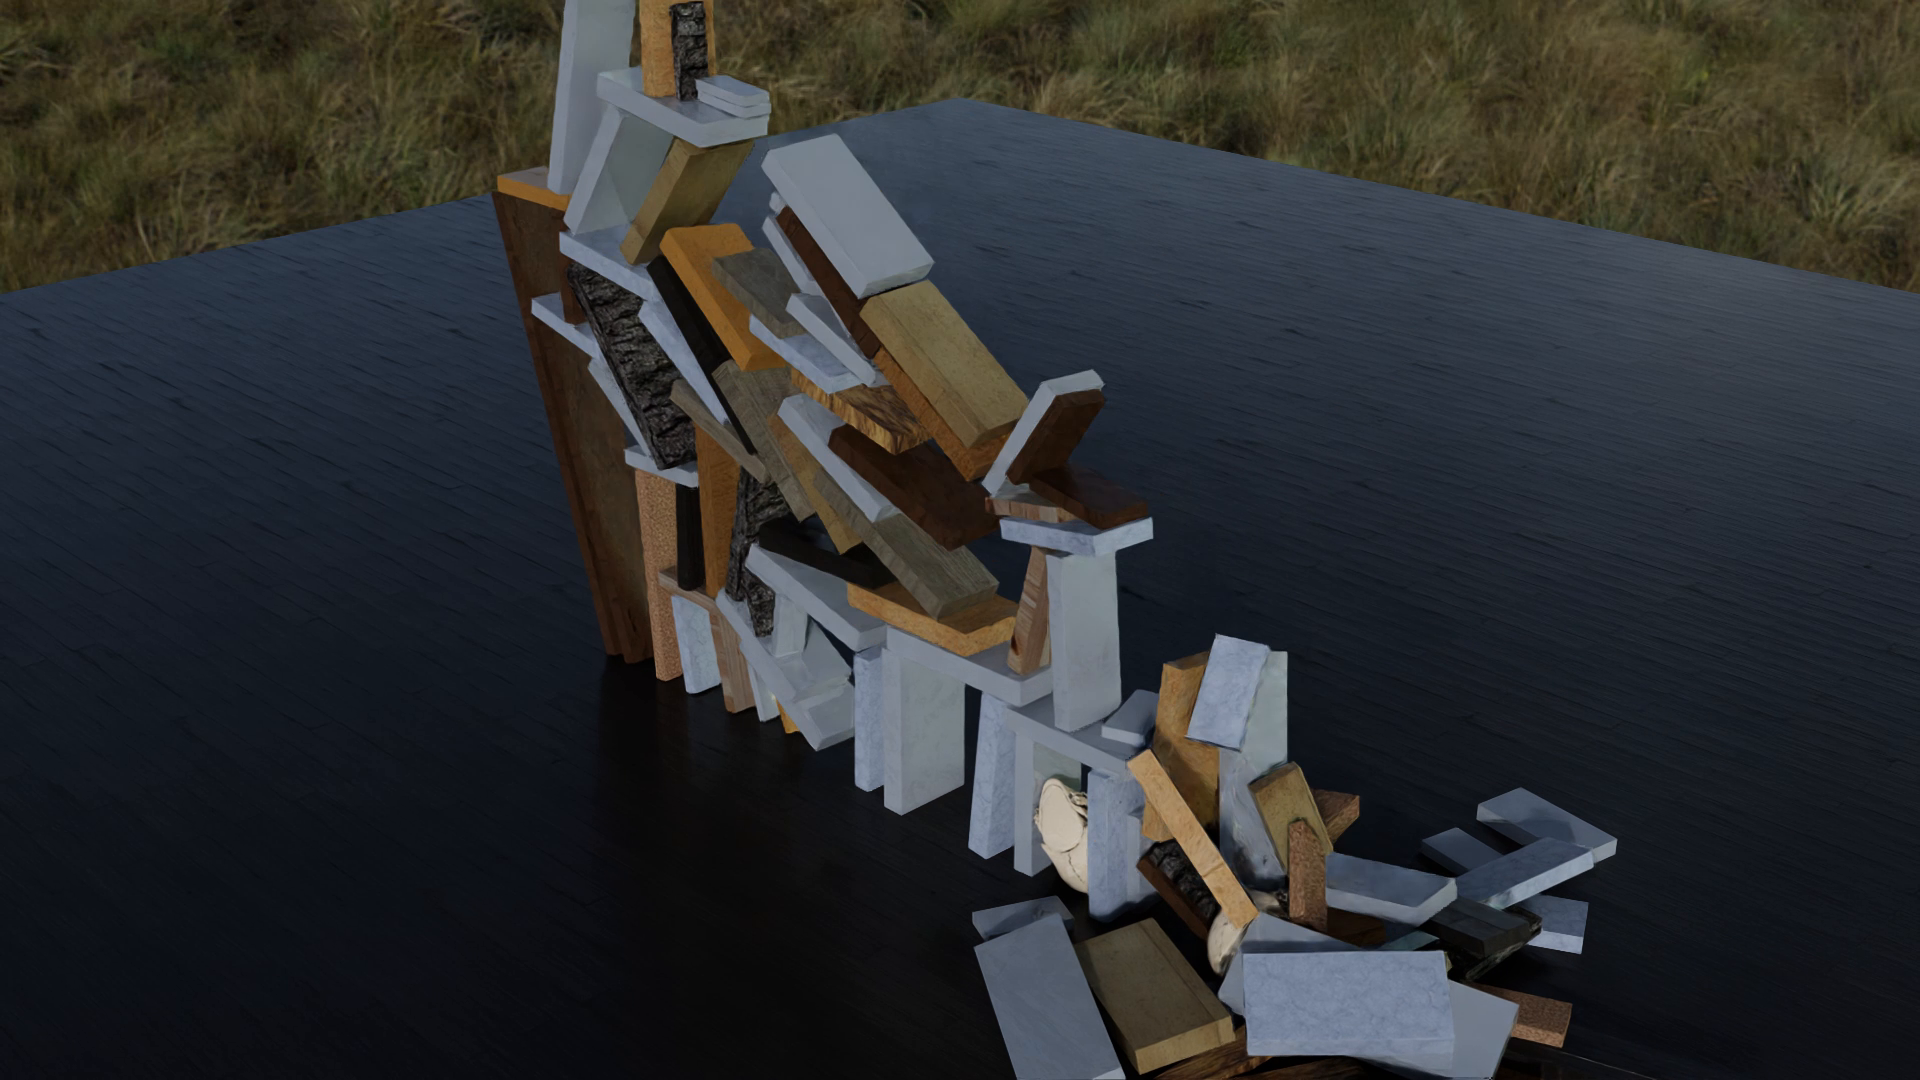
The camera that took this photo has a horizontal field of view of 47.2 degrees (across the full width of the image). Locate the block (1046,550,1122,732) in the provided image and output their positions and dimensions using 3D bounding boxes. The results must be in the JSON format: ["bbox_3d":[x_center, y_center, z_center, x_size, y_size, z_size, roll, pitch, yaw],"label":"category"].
[{"bbox_3d":[0.229,0.172,4.036,0.136,0.339,0.039,-19,24,-37],"label":"block"}]

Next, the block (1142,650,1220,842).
[{"bbox_3d":[0.418,0.375,4.025,0.045,0.332,0.158,19,20,39],"label":"block"}]

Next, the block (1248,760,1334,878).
[{"bbox_3d":[0.598,0.504,3.966,0.097,0.194,0.028,-29,24,-9],"label":"block"}]

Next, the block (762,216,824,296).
[{"bbox_3d":[-0.300,-0.557,4.341,0.109,0.031,0.219,5,39,-37],"label":"block"}]

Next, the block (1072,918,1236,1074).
[{"bbox_3d":[0.321,0.780,3.792,0.174,0.049,0.347,-17,23,-12],"label":"block"}]

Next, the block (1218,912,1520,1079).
[{"bbox_3d":[0.676,0.774,3.655,0.458,0.049,0.174,17,51,22],"label":"block"}]

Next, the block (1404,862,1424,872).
[{"bbox_3d":[0.768,0.691,4.063,0.323,0.027,0.095,-19,48,-38],"label":"block"}]

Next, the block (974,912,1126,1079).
[{"bbox_3d":[0.149,0.805,3.735,0.165,0.047,0.461,-22,25,-1],"label":"block"}]

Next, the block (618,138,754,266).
[{"bbox_3d":[-0.567,-0.712,4.551,0.171,0.342,0.048,-23,70,-42],"label":"block"}]

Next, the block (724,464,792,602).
[{"bbox_3d":[-0.407,-0.032,4.670,0.159,0.319,0.045,-19,42,-40],"label":"block"}]

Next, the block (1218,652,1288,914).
[{"bbox_3d":[0.532,0.438,3.992,0.133,0.470,0.038,2,-1,-38],"label":"block"}]

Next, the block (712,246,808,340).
[{"bbox_3d":[-0.373,-0.495,4.397,0.131,0.037,0.261,-18,45,-33],"label":"block"}]

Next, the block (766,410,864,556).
[{"bbox_3d":[-0.249,-0.138,4.442,0.157,0.314,0.044,-24,-8,-42],"label":"block"}]

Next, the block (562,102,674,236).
[{"bbox_3d":[-0.716,-0.802,4.684,0.171,0.342,0.048,-22,66,-42],"label":"block"}]

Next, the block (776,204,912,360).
[{"bbox_3d":[-0.193,-0.507,4.189,0.168,0.048,0.336,-21,73,-44],"label":"block"}]

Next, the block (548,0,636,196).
[{"bbox_3d":[-0.764,-1.036,4.615,0.043,0.643,0.153,35,39,31],"label":"block"}]

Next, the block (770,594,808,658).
[{"bbox_3d":[-0.358,0.174,4.625,0.071,0.142,0.020,-12,30,-36],"label":"block"}]

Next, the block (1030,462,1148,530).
[{"bbox_3d":[0.229,-0.081,3.949,0.103,0.029,0.207,-17,32,-32],"label":"block"}]

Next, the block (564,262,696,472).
[{"bbox_3d":[-0.679,-0.393,4.764,0.160,0.488,0.045,-21,-10,-38],"label":"block"}]

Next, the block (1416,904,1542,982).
[{"bbox_3d":[0.929,0.716,3.953,0.232,0.033,0.116,-23,34,-37],"label":"block"}]

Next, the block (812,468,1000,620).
[{"bbox_3d":[-0.108,-0.013,4.320,0.157,0.044,0.396,-19,57,-42],"label":"block"}]

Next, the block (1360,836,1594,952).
[{"bbox_3d":[0.894,0.662,3.987,0.574,0.033,0.117,-18,14,-25],"label":"block"}]

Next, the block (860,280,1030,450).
[{"bbox_3d":[-0.022,-0.330,4.093,0.168,0.048,0.336,-24,70,-45],"label":"block"}]

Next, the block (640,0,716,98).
[{"bbox_3d":[-0.566,-1.053,4.404,0.043,0.305,0.153,23,32,40],"label":"block"}]

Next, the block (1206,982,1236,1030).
[{"bbox_3d":[0.433,0.816,3.809,0.075,0.021,0.150,0,23,1],"label":"block"}]

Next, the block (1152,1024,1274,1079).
[{"bbox_3d":[0.523,0.825,3.687,0.492,0.021,0.075,-24,31,-26],"label":"block"}]

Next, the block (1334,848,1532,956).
[{"bbox_3d":[0.794,0.647,3.997,0.102,0.029,0.595,-16,13,-25],"label":"block"}]

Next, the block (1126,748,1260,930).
[{"bbox_3d":[0.399,0.508,3.763,0.047,0.330,0.165,-34,-8,2],"label":"block"}]

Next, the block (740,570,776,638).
[{"bbox_3d":[-0.415,0.129,4.665,0.071,0.142,0.020,-19,8,-36],"label":"block"}]

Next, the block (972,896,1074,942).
[{"bbox_3d":[0.117,0.704,4.070,0.169,0.024,0.085,-8,24,-19],"label":"block"}]

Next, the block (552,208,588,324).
[{"bbox_3d":[-0.825,-0.615,4.854,0.036,0.255,0.127,15,27,42],"label":"block"}]

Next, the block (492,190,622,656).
[{"bbox_3d":[-0.880,-0.274,5.062,0.127,1.090,0.036,-21,13,-40],"label":"block"}]

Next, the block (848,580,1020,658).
[{"bbox_3d":[-0.043,0.131,4.334,0.172,0.049,0.344,-20,30,-39],"label":"block"}]

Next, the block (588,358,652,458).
[{"bbox_3d":[-0.697,-0.308,4.852,0.129,0.037,0.258,-22,69,-40],"label":"block"}]

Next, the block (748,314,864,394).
[{"bbox_3d":[-0.285,-0.382,4.332,0.131,0.037,0.261,-21,47,-36],"label":"block"}]

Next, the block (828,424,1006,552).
[{"bbox_3d":[-0.084,-0.120,4.268,0.349,0.043,0.151,41,43,25],"label":"block"}]

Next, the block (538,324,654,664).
[{"bbox_3d":[-0.804,-0.117,5.049,0.129,0.799,0.037,-21,13,-41],"label":"block"}]

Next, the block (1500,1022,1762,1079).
[{"bbox_3d":[1.042,0.857,3.611,0.598,0.035,0.124,12,26,27],"label":"block"}]

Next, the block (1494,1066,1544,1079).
[{"bbox_3d":[1.174,0.933,3.519,0.865,0.033,0.116,13,26,29],"label":"block"}]

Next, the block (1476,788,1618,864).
[{"bbox_3d":[1.162,0.573,4.364,0.124,0.035,0.248,-15,27,-31],"label":"block"}]

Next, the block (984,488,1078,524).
[{"bbox_3d":[0.151,-0.066,4.046,0.103,0.029,0.207,-18,17,-35],"label":"block"}]

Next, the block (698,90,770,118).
[{"bbox_3d":[-0.453,-0.880,4.412,0.072,0.020,0.143,-21,38,-40],"label":"block"}]

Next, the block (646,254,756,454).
[{"bbox_3d":[-0.465,-0.403,4.563,0.178,0.451,0.050,-23,-10,-42],"label":"block"}]

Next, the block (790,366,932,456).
[{"bbox_3d":[-0.173,-0.280,4.292,0.151,0.043,0.301,-28,50,-37],"label":"block"}]

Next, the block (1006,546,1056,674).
[{"bbox_3d":[0.172,0.113,4.083,0.136,0.272,0.039,-19,44,-38],"label":"block"}]

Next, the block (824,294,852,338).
[{"bbox_3d":[-0.208,-0.477,4.248,0.109,0.031,0.219,-2,51,-39],"label":"block"}]

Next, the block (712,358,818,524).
[{"bbox_3d":[-0.341,-0.224,4.484,0.178,0.355,0.050,-27,-6,-43],"label":"block"}]

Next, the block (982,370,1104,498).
[{"bbox_3d":[0.151,-0.193,4.018,0.133,0.265,0.038,-17,59,-43],"label":"block"}]

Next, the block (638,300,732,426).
[{"bbox_3d":[-0.522,-0.389,4.633,0.160,0.045,0.320,-20,64,-42],"label":"block"}]

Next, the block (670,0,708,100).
[{"bbox_3d":[-0.541,-0.981,4.407,0.020,0.186,0.072,18,29,40],"label":"block"}]

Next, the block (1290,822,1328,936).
[{"bbox_3d":[0.612,0.603,3.866,0.028,0.097,0.194,-18,43,25],"label":"block"}]

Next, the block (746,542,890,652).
[{"bbox_3d":[-0.264,0.098,4.563,0.344,0.049,0.172,37,37,31],"label":"block"}]
